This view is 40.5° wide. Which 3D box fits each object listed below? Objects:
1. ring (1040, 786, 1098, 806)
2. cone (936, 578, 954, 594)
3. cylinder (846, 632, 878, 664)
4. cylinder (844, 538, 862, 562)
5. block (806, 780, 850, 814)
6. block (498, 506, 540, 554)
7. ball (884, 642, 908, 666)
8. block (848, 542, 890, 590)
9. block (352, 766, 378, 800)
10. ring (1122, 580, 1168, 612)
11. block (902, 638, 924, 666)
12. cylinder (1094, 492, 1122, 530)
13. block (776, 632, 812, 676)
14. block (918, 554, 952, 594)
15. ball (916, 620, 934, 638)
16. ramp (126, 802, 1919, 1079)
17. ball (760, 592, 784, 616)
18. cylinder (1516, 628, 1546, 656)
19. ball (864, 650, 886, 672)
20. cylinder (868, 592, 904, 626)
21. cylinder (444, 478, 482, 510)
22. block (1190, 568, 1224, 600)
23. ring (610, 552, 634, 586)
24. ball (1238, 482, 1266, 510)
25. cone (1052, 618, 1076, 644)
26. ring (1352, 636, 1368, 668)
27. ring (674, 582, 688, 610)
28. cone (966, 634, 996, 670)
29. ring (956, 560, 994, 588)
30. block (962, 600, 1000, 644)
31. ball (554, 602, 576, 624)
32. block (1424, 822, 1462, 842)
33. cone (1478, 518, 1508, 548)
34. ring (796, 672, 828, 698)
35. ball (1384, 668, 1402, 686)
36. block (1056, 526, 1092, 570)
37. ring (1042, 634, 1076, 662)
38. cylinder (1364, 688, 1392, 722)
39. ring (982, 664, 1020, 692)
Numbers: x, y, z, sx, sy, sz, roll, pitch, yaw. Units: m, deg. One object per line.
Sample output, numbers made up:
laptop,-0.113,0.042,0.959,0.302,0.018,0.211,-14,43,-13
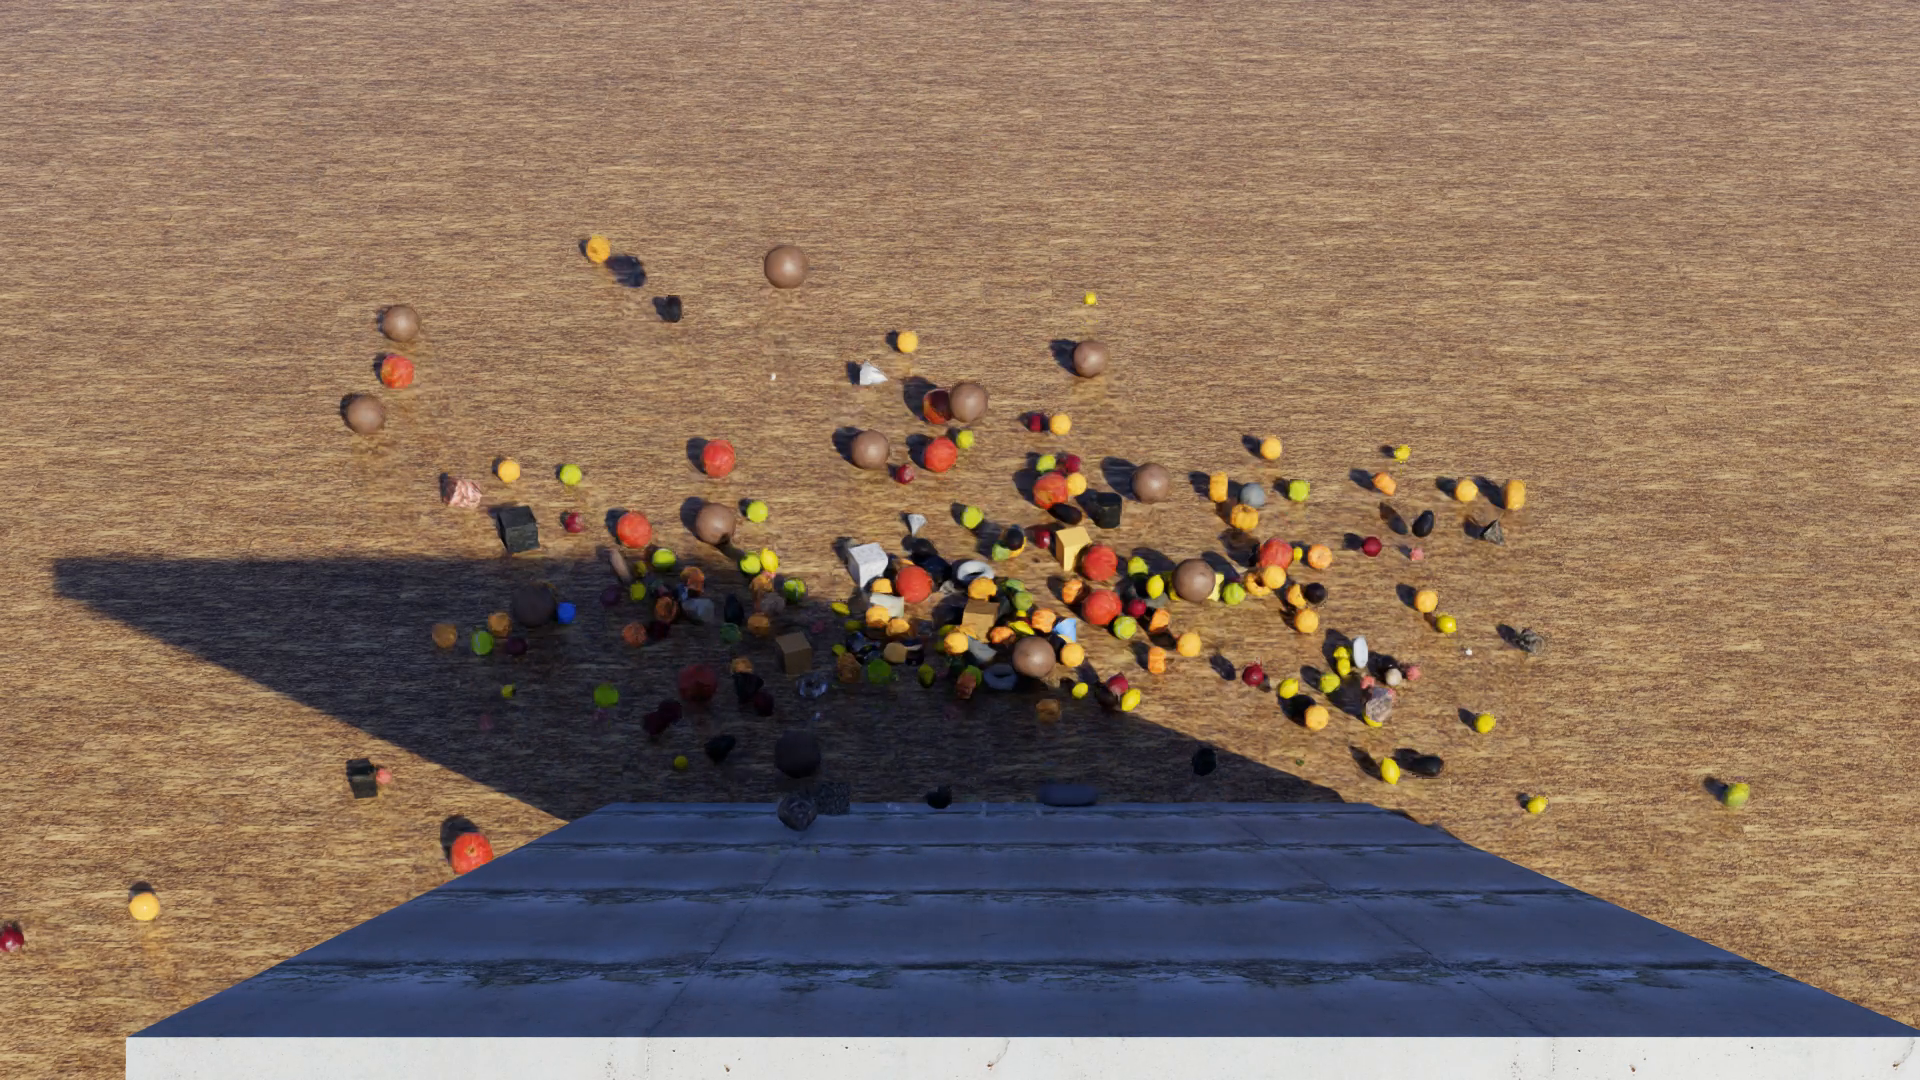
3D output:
ring,0.284,0.668,6.793,0.150,0.050,0.150,0,-3,0
cone,-0.053,0.134,7.673,0.053,0.053,0.053,-31,22,-36
cylinder,-0.283,0.311,7.477,0.070,0.070,0.070,-21,33,-26
cylinder,-0.323,0.035,7.872,0.055,0.055,0.055,-3,35,-4
block,-0.330,0.642,6.485,0.079,0.079,0.079,-1,-2,29
block,-1.347,-0.031,7.928,0.097,0.097,0.097,-13,38,-18
ball,-0.184,0.324,7.410,0.070,0.070,0.070,0,36,0
block,-0.273,0.078,7.780,0.093,0.093,0.093,-14,38,-19
block,-1.606,0.654,7.009,0.060,0.060,0.060,-7,36,-10
ring,0.549,0.166,7.700,0.135,0.045,0.135,-1,35,0
block,-0.137,0.322,7.477,0.052,0.052,0.052,-7,36,-10
cylinder,0.456,-0.092,8.025,0.083,0.083,0.083,0,36,0
block,-0.476,0.325,7.448,0.080,0.080,0.080,-13,38,-17
block,-0.076,0.102,7.767,0.071,0.071,0.071,-25,42,-30
ball,-0.105,0.260,7.563,0.053,0.053,0.053,0,36,0
ramp,0.079,0.672,4.868,2.000,0.100,4.000,0,-2,0
ball,-0.545,0.186,7.540,0.074,0.074,0.074,0,36,0
cylinder,1.646,0.294,7.494,0.057,0.057,0.057,-26,42,-32
ball,-0.243,0.345,7.437,0.060,0.060,0.060,0,36,0
cylinder,-0.217,0.202,7.613,0.086,0.086,0.086,10,37,13
cylinder,-1.541,-0.142,8.061,0.085,0.085,0.085,15,27,-31
block,0.733,0.131,7.696,0.077,0.077,0.077,11,5,15
ring,-1.008,0.086,7.748,0.037,0.111,0.111,-27,39,0
ball,0.907,-0.136,8.084,0.086,0.086,0.086,0,36,0
cone,0.318,0.280,7.549,0.077,0.077,0.077,-16,65,-21
ring,1.145,0.322,7.444,0.031,0.094,0.094,-4,33,21
ring,-0.820,0.168,7.662,0.029,0.086,0.086,-4,35,-20
cone,0.042,0.306,7.431,0.093,0.093,0.093,-35,92,-38
ring,0.044,0.103,7.794,0.115,0.038,0.115,1,35,-1
block,0.059,0.236,7.549,0.090,0.090,0.090,7,24,9
ball,-1.158,0.214,7.618,0.062,0.062,0.062,0,36,0
block,1.228,0.803,6.752,0.093,0.093,0.093,-5,31,-39
cone,1.640,-0.007,7.931,0.083,0.083,0.083,44,46,2
ring,-0.421,0.411,7.373,0.093,0.031,0.093,-1,37,1
ball,1.228,0.389,7.372,0.052,0.052,0.052,0,36,0
block,0.344,0.025,7.859,0.087,0.087,0.087,-10,37,-13
ring,0.286,0.311,7.499,0.101,0.034,0.101,7,40,-6
cylinder,1.154,0.454,7.171,0.073,0.073,0.073,5,22,7
ring,0.117,0.390,7.395,0.112,0.037,0.112,-1,32,0
